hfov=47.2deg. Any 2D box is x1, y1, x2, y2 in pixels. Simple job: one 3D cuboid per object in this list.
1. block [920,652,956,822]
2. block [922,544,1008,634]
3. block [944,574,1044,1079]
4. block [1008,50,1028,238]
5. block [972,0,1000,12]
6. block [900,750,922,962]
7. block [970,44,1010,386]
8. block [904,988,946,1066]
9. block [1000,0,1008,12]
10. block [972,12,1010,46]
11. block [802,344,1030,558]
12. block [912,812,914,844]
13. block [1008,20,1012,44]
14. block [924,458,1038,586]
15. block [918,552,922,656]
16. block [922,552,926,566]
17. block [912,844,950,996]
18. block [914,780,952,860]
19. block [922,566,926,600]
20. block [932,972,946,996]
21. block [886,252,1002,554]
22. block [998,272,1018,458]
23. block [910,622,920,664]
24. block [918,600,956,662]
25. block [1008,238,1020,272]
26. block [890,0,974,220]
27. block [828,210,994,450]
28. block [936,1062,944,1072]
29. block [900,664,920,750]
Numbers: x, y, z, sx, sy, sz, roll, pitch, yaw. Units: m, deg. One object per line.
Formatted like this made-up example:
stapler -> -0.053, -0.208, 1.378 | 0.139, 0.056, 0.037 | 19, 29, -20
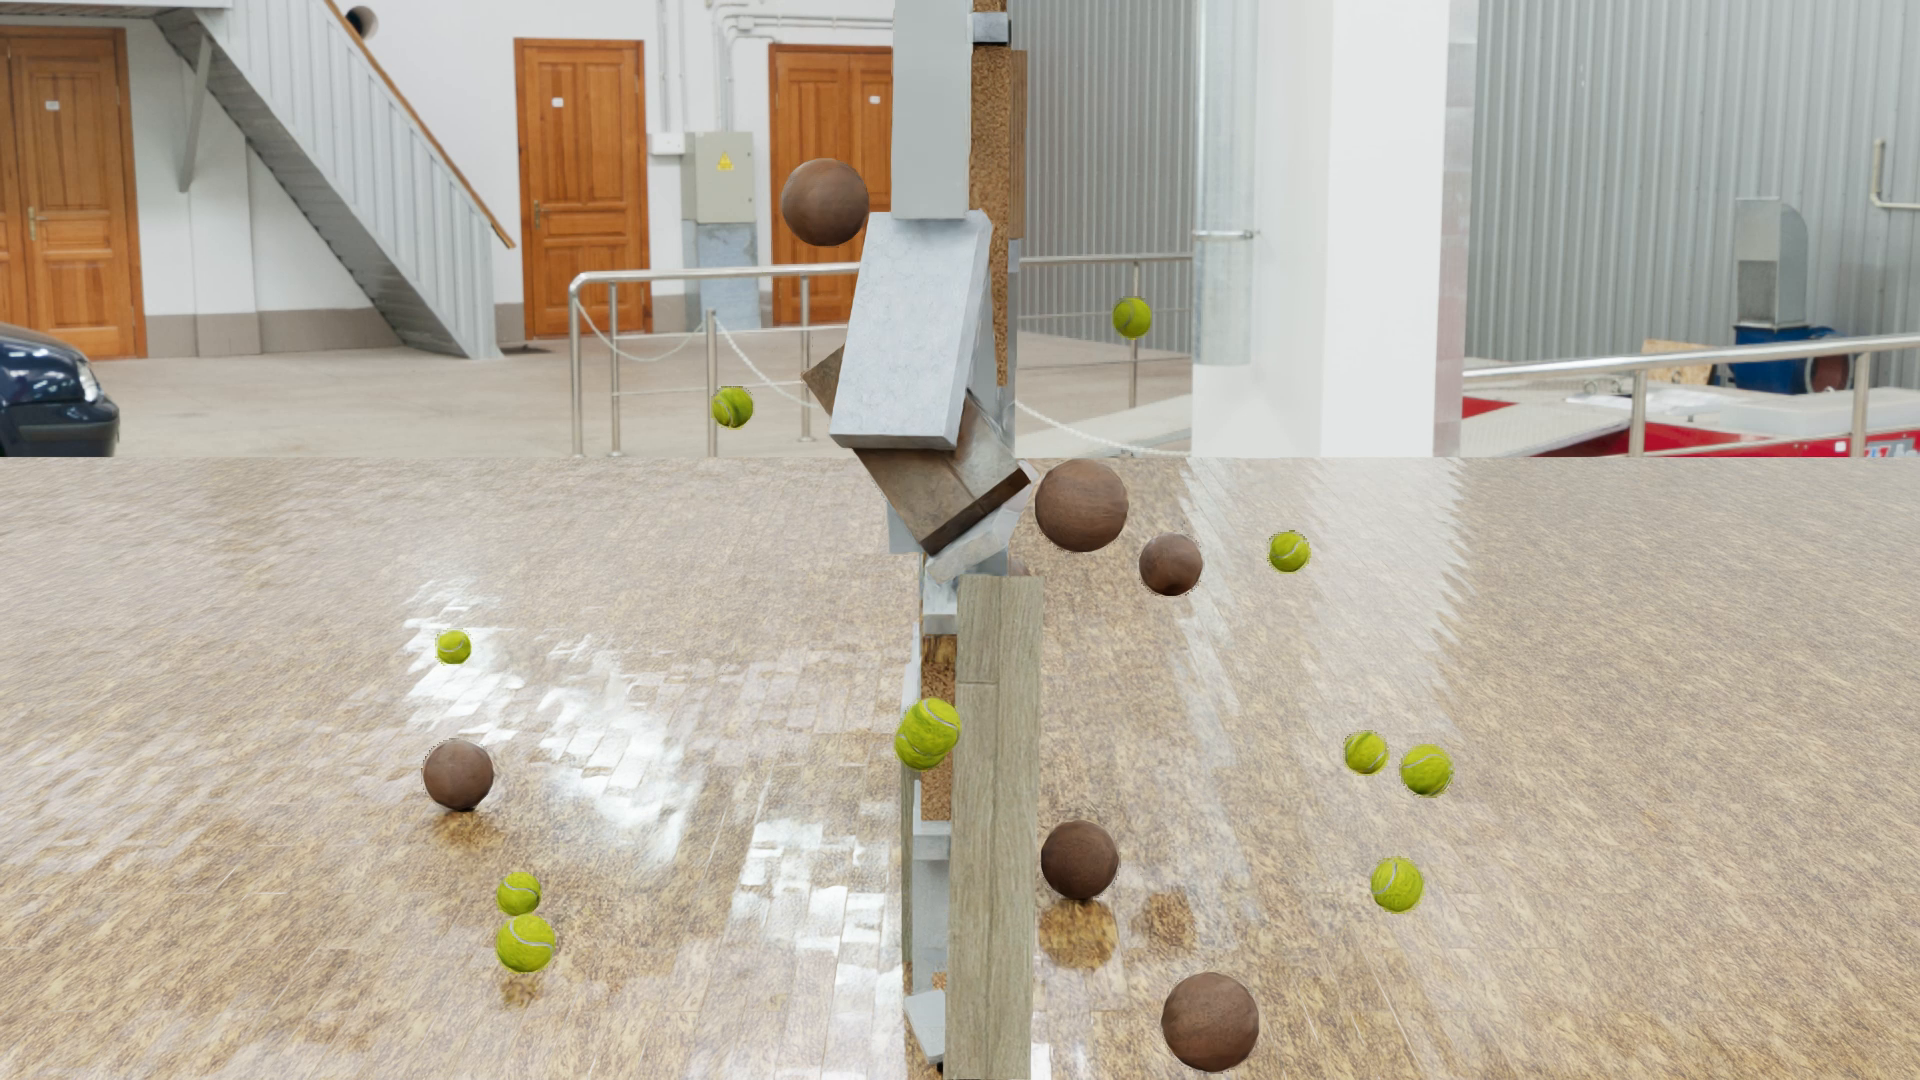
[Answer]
block -> 0.005, 0.275, 3.073 | 0.119, 0.239, 0.034 | 0, 16, -1
block -> 0.010, 0.047, 3.102 | 0.116, 0.033, 0.231 | 0, 36, 2
block -> 0.046, 0.385, 2.961 | 0.116, 0.673, 0.033 | 2, -4, 2
block -> 0.028, -0.608, 3.387 | 0.142, 0.283, 0.040 | -2, 12, -10
block -> 0.004, -0.869, 3.197 | 0.105, 0.211, 0.030 | 1, 18, 4
block -> -0.003, 0.472, 3.361 | 0.172, 0.345, 0.049 | 0, 11, 0
block -> 0.001, -0.475, 3.244 | 0.142, 0.497, 0.040 | 1, 17, 1
block -> -0.034, 0.666, 3.008 | 0.056, 0.016, 0.112 | -10, 37, -16
block -> -0.007, -0.881, 3.646 | 0.168, 0.048, 0.337 | 0, 10, 1
block -> 0.001, -0.753, 3.266 | 0.142, 0.040, 0.283 | 0, 10, 2
block -> -0.065, -0.156, 3.077 | 0.343, 0.171, 0.049 | 54, 2, 31
block -> -0.004, 0.532, 3.266 | 0.131, 0.261, 0.037 | 0, 10, 0
block -> -0.004, -0.674, 3.580 | 0.168, 0.337, 0.048 | 0, 12, -2
block -> 0.032, -0.027, 3.066 | 0.116, 0.033, 0.231 | -30, 16, 26
block -> 0.001, 0.053, 3.758 | 0.143, 0.285, 0.040 | 0, 7, 0
block -> -0.002, 0.004, 3.396 | 0.108, 0.031, 0.216 | 0, 10, 0
block -> 0.000, 0.557, 3.130 | 0.130, 0.261, 0.037 | 2, 10, 8
block -> -0.001, 0.400, 3.162 | 0.131, 0.037, 0.261 | 0, 11, -1
block -> -0.003, 0.144, 3.322 | 0.108, 0.216, 0.031 | 0, -4, 0
block -> -0.007, 0.658, 3.075 | 0.056, 0.016, 0.112 | -2, 49, -4
block -> -0.031, -0.215, 3.215 | 0.171, 0.459, 0.049 | -4, 4, 2
block -> 0.002, -0.233, 3.468 | 0.172, 0.387, 0.049 | 1, 12, 1
block -> -0.004, 0.202, 3.870 | 0.161, 0.046, 0.322 | 0, 11, 0
block -> 0.004, 0.127, 3.117 | 0.119, 0.034, 0.238 | 0, 11, -2
block -> -0.001, -0.467, 3.527 | 0.172, 0.049, 0.344 | 0, 11, -2
block -> -0.039, -0.644, 3.059 | 0.105, 0.395, 0.030 | 2, 3, 15
block -> -0.067, -0.296, 3.074 | 0.171, 0.343, 0.049 | 2, -19, 22
block -> -0.007, 0.680, 3.017 | 0.056, 0.016, 0.112 | -1, 35, -4
block -> -0.003, 0.258, 3.438 | 0.172, 0.049, 0.345 | 0, 11, 0
